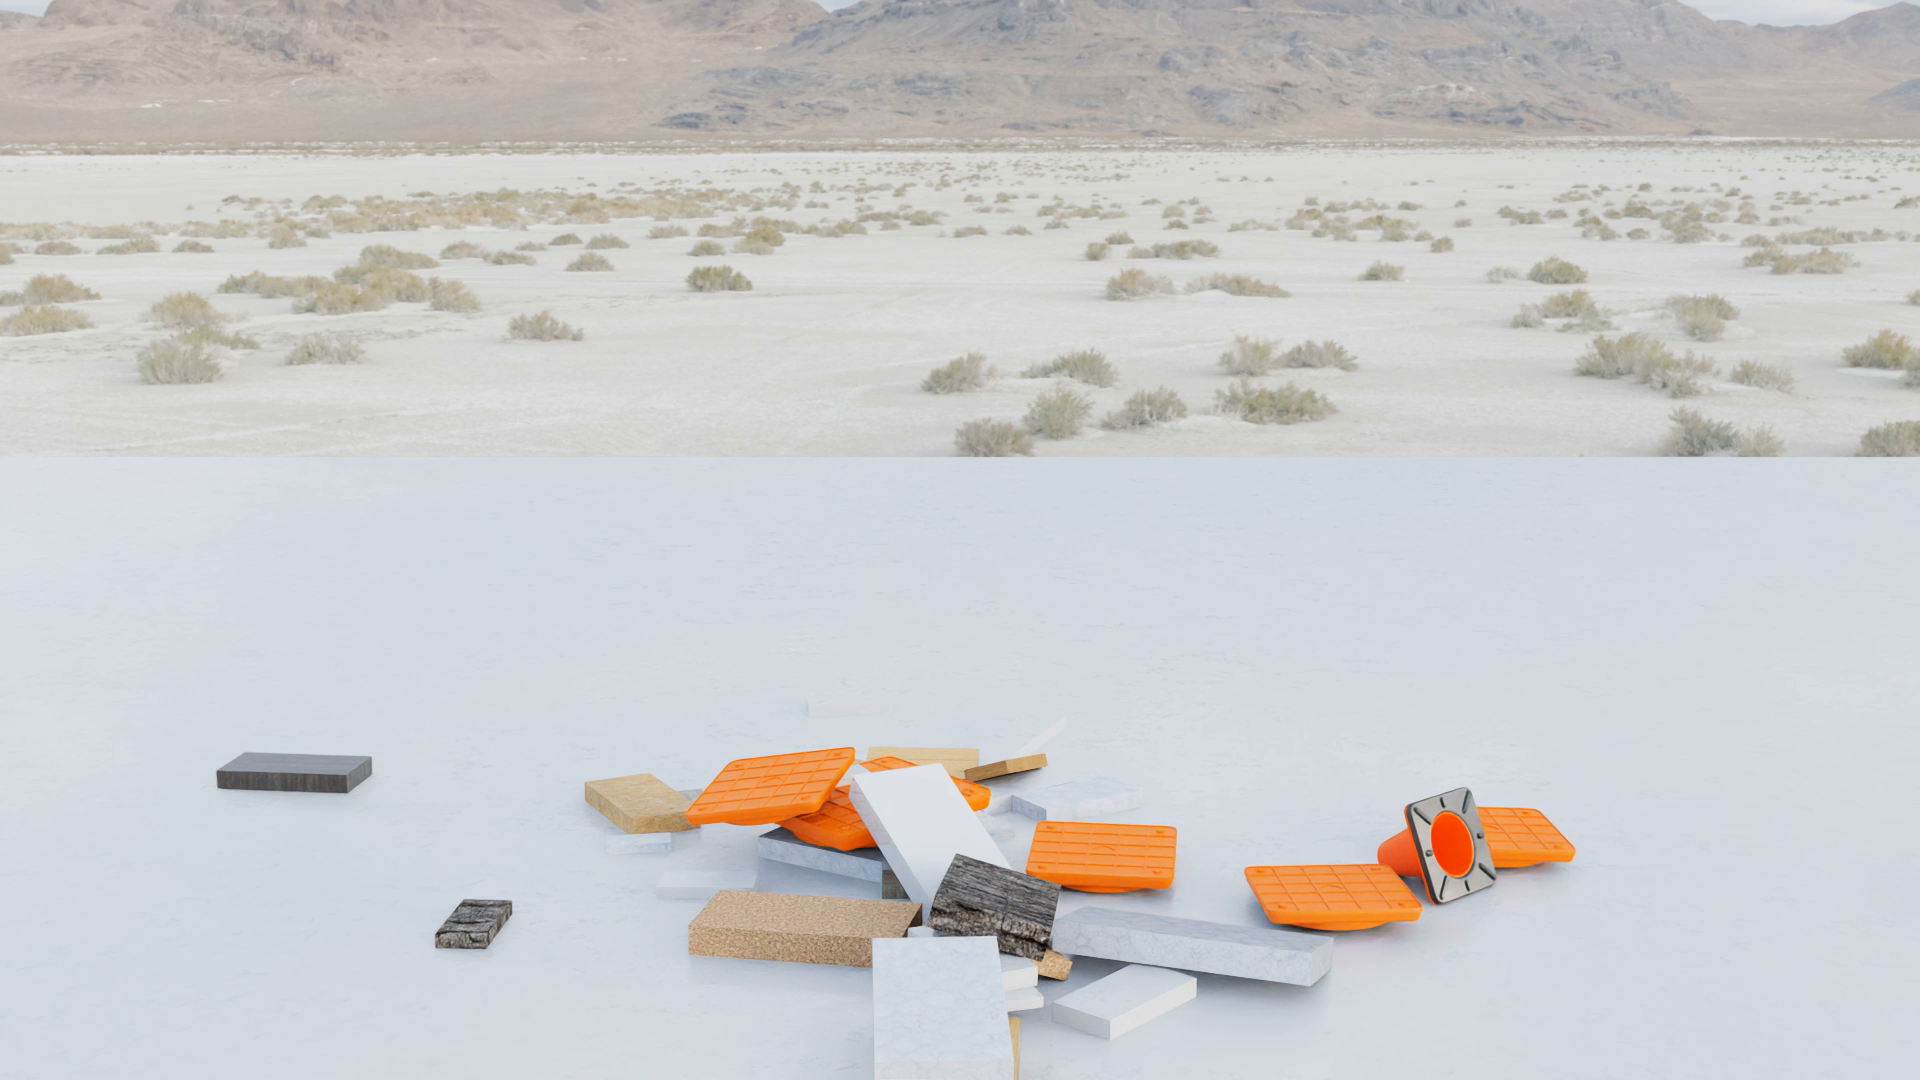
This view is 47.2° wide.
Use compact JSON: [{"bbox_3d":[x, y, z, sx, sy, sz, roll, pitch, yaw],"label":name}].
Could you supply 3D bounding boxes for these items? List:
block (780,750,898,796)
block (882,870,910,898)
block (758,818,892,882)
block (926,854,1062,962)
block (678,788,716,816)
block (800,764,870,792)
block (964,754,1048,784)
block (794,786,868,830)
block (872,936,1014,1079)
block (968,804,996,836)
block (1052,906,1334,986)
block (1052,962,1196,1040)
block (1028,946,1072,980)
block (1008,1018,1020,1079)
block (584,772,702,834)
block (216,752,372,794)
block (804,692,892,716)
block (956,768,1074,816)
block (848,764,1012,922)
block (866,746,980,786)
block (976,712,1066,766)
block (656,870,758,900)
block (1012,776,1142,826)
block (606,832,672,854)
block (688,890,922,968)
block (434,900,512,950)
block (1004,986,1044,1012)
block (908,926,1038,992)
[{"bbox_3d":[-0.225,0.446,4.187,0.221,0.031,0.111,8,13,40],"label":"block"},{"bbox_3d":[-0.050,0.576,3.682,0.160,0.023,0.080,0,11,-1],"label":"block"},{"bbox_3d":[-0.208,0.540,3.840,0.261,0.037,0.131,6,12,31],"label":"block"},{"bbox_3d":[0.056,0.557,3.355,0.176,0.050,0.352,16,3,4],"label":"block"},{"bbox_3d":[-0.501,0.494,4.140,0.057,0.016,0.114,-4,11,-21],"label":"block"},{"bbox_3d":[-0.225,0.429,3.958,0.114,0.016,0.057,-9,12,-23],"label":"block"},{"bbox_3d":[0.090,0.440,4.243,0.091,0.026,0.182,-16,-8,25],"label":"block"},{"bbox_3d":[-0.209,0.495,4.097,0.108,0.031,0.217,-7,13,-34],"label":"block"},{"bbox_3d":[-0.028,0.633,2.946,0.176,0.050,0.352,0,16,-3],"label":"block"},{"bbox_3d":[-0.051,0.501,4.061,0.111,0.031,0.272,-6,12,-29],"label":"block"},{"bbox_3d":[0.353,0.612,3.330,0.393,0.047,0.167,4,0,20],"label":"block"},{"bbox_3d":[0.239,0.665,3.184,0.104,0.030,0.209,9,14,40],"label":"block"},{"bbox_3d":[0.075,0.614,3.361,0.104,0.030,0.209,19,1,-27],"label":"block"},{"bbox_3d":[-0.020,0.736,2.746,0.176,0.050,0.590,1,11,3],"label":"block"},{"bbox_3d":[-0.592,0.492,4.093,0.131,0.037,0.261,-6,12,-28],"label":"block"},{"bbox_3d":[-1.299,0.454,4.299,0.261,0.037,0.130,1,11,6],"label":"block"},{"bbox_3d":[-0.247,0.360,4.839,0.182,0.026,0.091,-2,11,-10],"label":"block"},{"bbox_3d":[0.100,0.479,4.184,0.217,0.031,0.108,-8,13,-35],"label":"block"},{"bbox_3d":[-0.042,0.502,3.658,0.167,0.047,0.334,-5,35,-27],"label":"block"},{"bbox_3d":[-0.075,0.446,4.279,0.217,0.031,0.108,1,27,5],"label":"block"},{"bbox_3d":[0.104,0.420,4.512,0.091,0.026,0.429,4,11,22],"label":"block"},{"bbox_3d":[-0.421,0.577,3.676,0.160,0.023,0.080,0,11,2],"label":"block"},{"bbox_3d":[0.220,0.488,4.130,0.221,0.031,0.111,-7,13,-33],"label":"block"},{"bbox_3d":[-0.571,0.538,3.903,0.114,0.016,0.057,-2,11,-9],"label":"block"},{"bbox_3d":[-0.239,0.608,3.442,0.334,0.047,0.167,2,11,11],"label":"block"},{"bbox_3d":[-0.772,0.610,3.498,0.080,0.023,0.160,1,11,3],"label":"block"},{"bbox_3d":[0.071,0.645,3.158,0.058,0.016,0.115,-2,12,-20],"label":"block"},{"bbox_3d":[0.017,0.609,3.215,0.104,0.030,0.209,-4,12,-27],"label":"block"}]
